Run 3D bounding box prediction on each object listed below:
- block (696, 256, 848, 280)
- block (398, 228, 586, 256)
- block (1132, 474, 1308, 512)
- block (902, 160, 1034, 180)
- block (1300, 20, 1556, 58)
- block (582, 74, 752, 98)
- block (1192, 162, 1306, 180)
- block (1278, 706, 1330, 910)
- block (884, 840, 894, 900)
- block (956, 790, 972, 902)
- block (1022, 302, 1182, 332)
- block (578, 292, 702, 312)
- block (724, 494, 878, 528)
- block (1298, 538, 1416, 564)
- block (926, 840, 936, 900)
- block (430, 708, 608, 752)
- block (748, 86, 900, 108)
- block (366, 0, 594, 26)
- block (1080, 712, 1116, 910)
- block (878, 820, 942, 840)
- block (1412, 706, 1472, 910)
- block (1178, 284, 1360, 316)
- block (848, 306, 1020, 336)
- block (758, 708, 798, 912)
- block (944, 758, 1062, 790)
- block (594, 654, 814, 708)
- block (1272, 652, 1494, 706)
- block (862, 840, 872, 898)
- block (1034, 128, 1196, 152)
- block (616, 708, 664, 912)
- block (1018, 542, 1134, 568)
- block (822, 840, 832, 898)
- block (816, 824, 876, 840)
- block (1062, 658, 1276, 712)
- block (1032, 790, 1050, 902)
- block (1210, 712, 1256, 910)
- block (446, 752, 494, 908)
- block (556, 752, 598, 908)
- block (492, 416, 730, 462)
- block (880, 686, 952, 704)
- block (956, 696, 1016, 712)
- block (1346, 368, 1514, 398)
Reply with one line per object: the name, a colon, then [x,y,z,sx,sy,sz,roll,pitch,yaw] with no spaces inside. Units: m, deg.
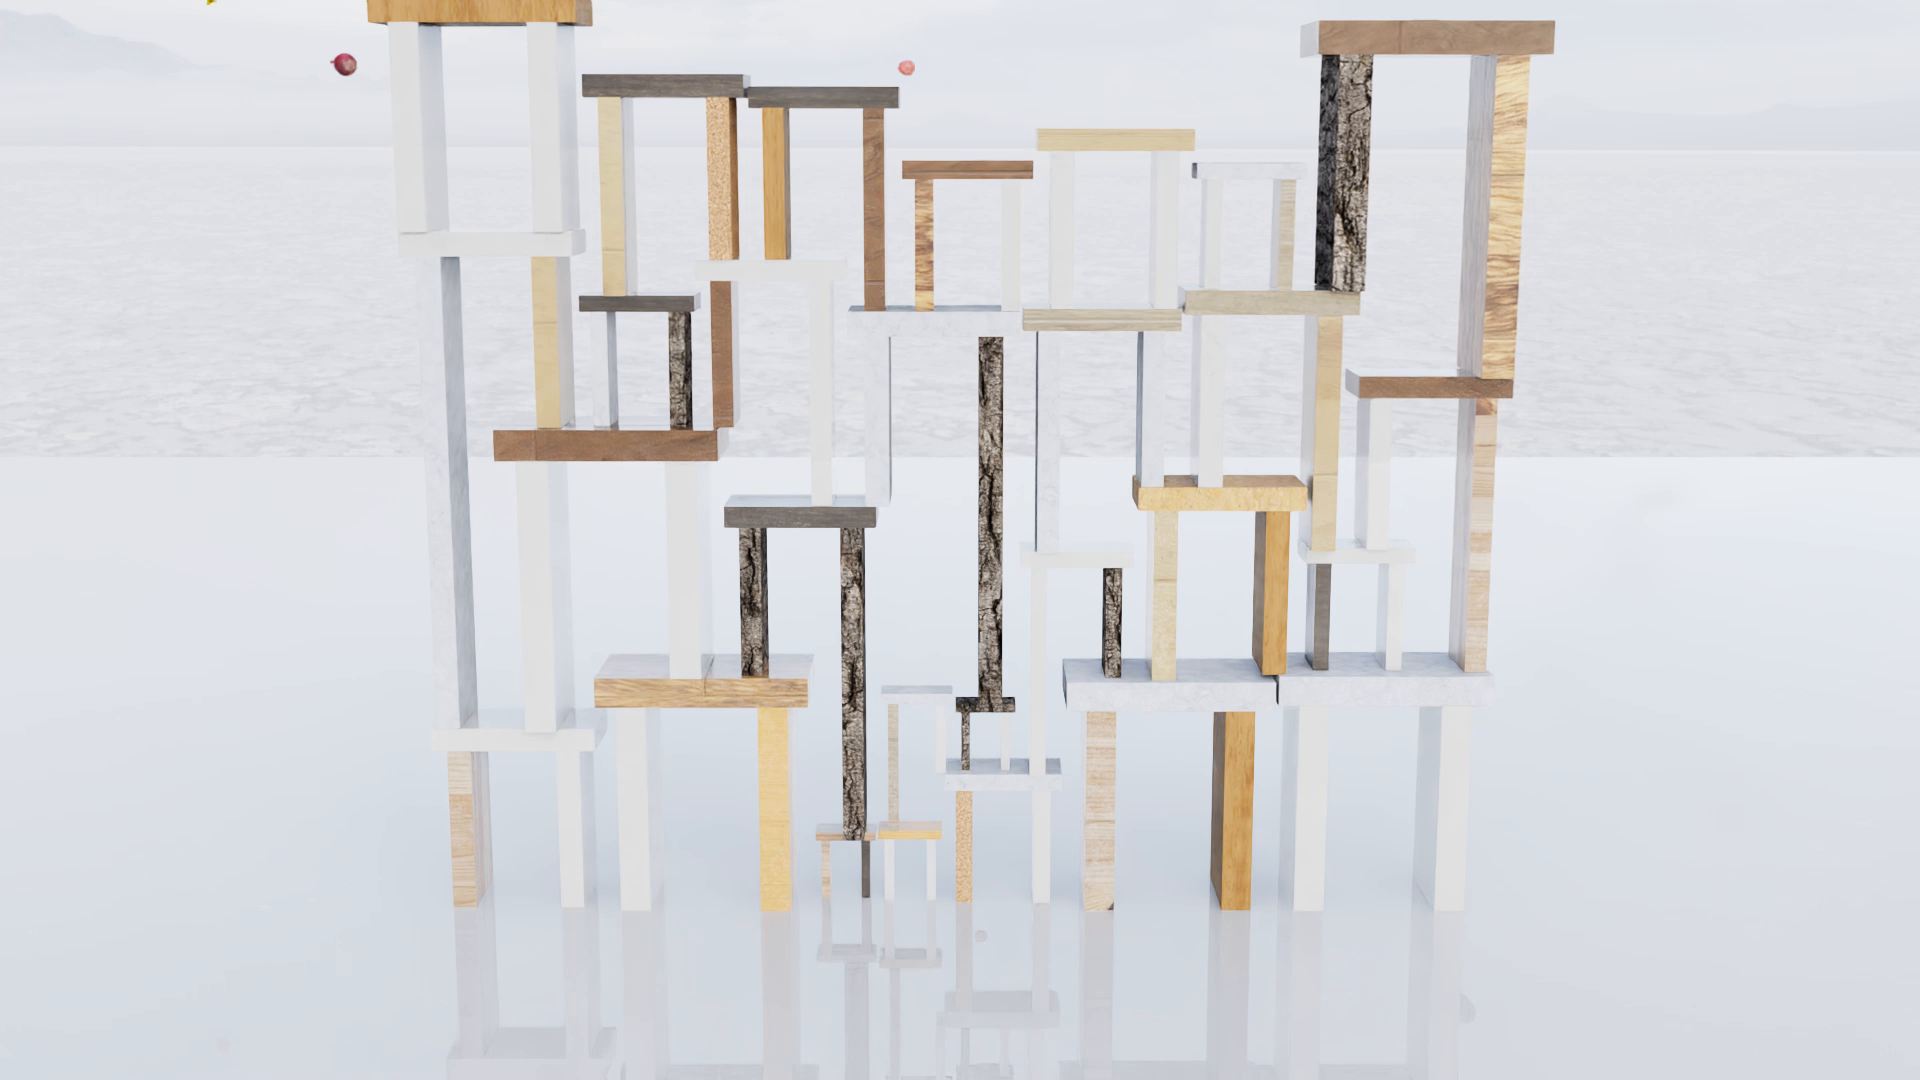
block: [-0.296,-0.430,3.479,0.230,0.033,0.115,0,11,0]
block: [-0.736,-0.470,3.472,0.268,0.038,0.134,0,11,0]
block: [0.416,-0.076,3.546,0.266,0.038,0.133,0,11,0]
block: [0.012,-0.582,3.454,0.203,0.029,0.102,0,11,0]
block: [0.722,-0.778,3.421,0.358,0.051,0.179,0,11,0]
block: [-0.455,-0.707,3.428,0.247,0.035,0.124,0,11,0]
block: [0.453,-0.580,3.456,0.170,0.024,0.085,0,10,0]
block: [0.569,0.420,3.642,0.049,0.344,0.172,0,11,0]
block: [-0.117,0.539,3.656,0.015,0.104,0.052,0,11,0]
block: [0.007,0.495,3.656,0.027,0.192,0.096,0,11,0]
block: [0.223,-0.354,3.492,0.247,0.035,0.123,0,11,0]
block: [-0.507,-0.379,3.490,0.181,0.026,0.090,0,11,0]
block: [-0.254,-0.047,3.546,0.241,0.034,0.121,0,11,0]
block: [0.642,0.018,3.567,0.176,0.025,0.088,0,10,0]
block: [-0.048,0.539,3.656,0.015,0.104,0.052,0,11,0]
block: [-0.723,0.311,3.618,0.265,0.037,0.132,0,11,0]
block: [-0.210,-0.690,3.433,0.231,0.033,0.116,0,11,0]
block: [-0.741,-0.822,3.410,0.316,0.045,0.158,0,11,0]
block: [0.227,0.425,3.642,0.047,0.335,0.167,0,11,0]
block: [-0.082,0.481,3.645,0.104,0.015,0.052,0,11,0]
block: [0.798,0.420,3.642,0.049,0.344,0.172,0,11,0]
block: [0.487,-0.382,3.491,0.272,0.039,0.136,0,10,0]
block: [-0.041,-0.349,3.496,0.270,0.038,0.135,0,11,0]
block: [-0.301,0.422,3.639,0.048,0.342,0.171,0,11,0]
block: [0.071,0.387,3.636,0.192,0.027,0.096,0,11,0]
block: [-0.415,0.230,3.604,0.342,0.048,0.171,0,11,0]
block: [0.683,0.227,3.606,0.344,0.049,0.172,0,11,0]
block: [-0.156,0.541,3.664,0.014,0.099,0.050,0,11,0]
block: [0.240,-0.626,3.439,0.242,0.034,0.121,0,11,0]
block: [-0.529,0.422,3.639,0.048,0.342,0.171,0,11,0]
block: [0.187,0.023,3.560,0.182,0.026,0.091,0,11,0]
block: [-0.222,0.541,3.664,0.014,0.099,0.050,0,11,0]
block: [-0.189,0.485,3.654,0.099,0.014,0.050,0,11,0]
block: [0.339,0.237,3.607,0.335,0.047,0.167,0,11,0]
block: [0.135,0.495,3.656,0.027,0.192,0.096,0,11,0]
block: [0.451,0.425,3.642,0.047,0.335,0.167,0,11,0]
block: [-0.811,0.460,3.646,0.037,0.265,0.132,0,11,0]
block: [-0.635,0.460,3.646,0.037,0.265,0.132,0,11,0]
block: [-0.555,-0.163,3.529,0.351,0.050,0.176,0,11,0]
block: [-0.070,0.253,3.603,0.116,0.016,0.058,0,11,0]
block: [0.042,0.271,3.615,0.098,0.014,0.049,0,11,0]
block: [0.749,-0.251,3.517,0.243,0.034,0.122,0,11,0]
